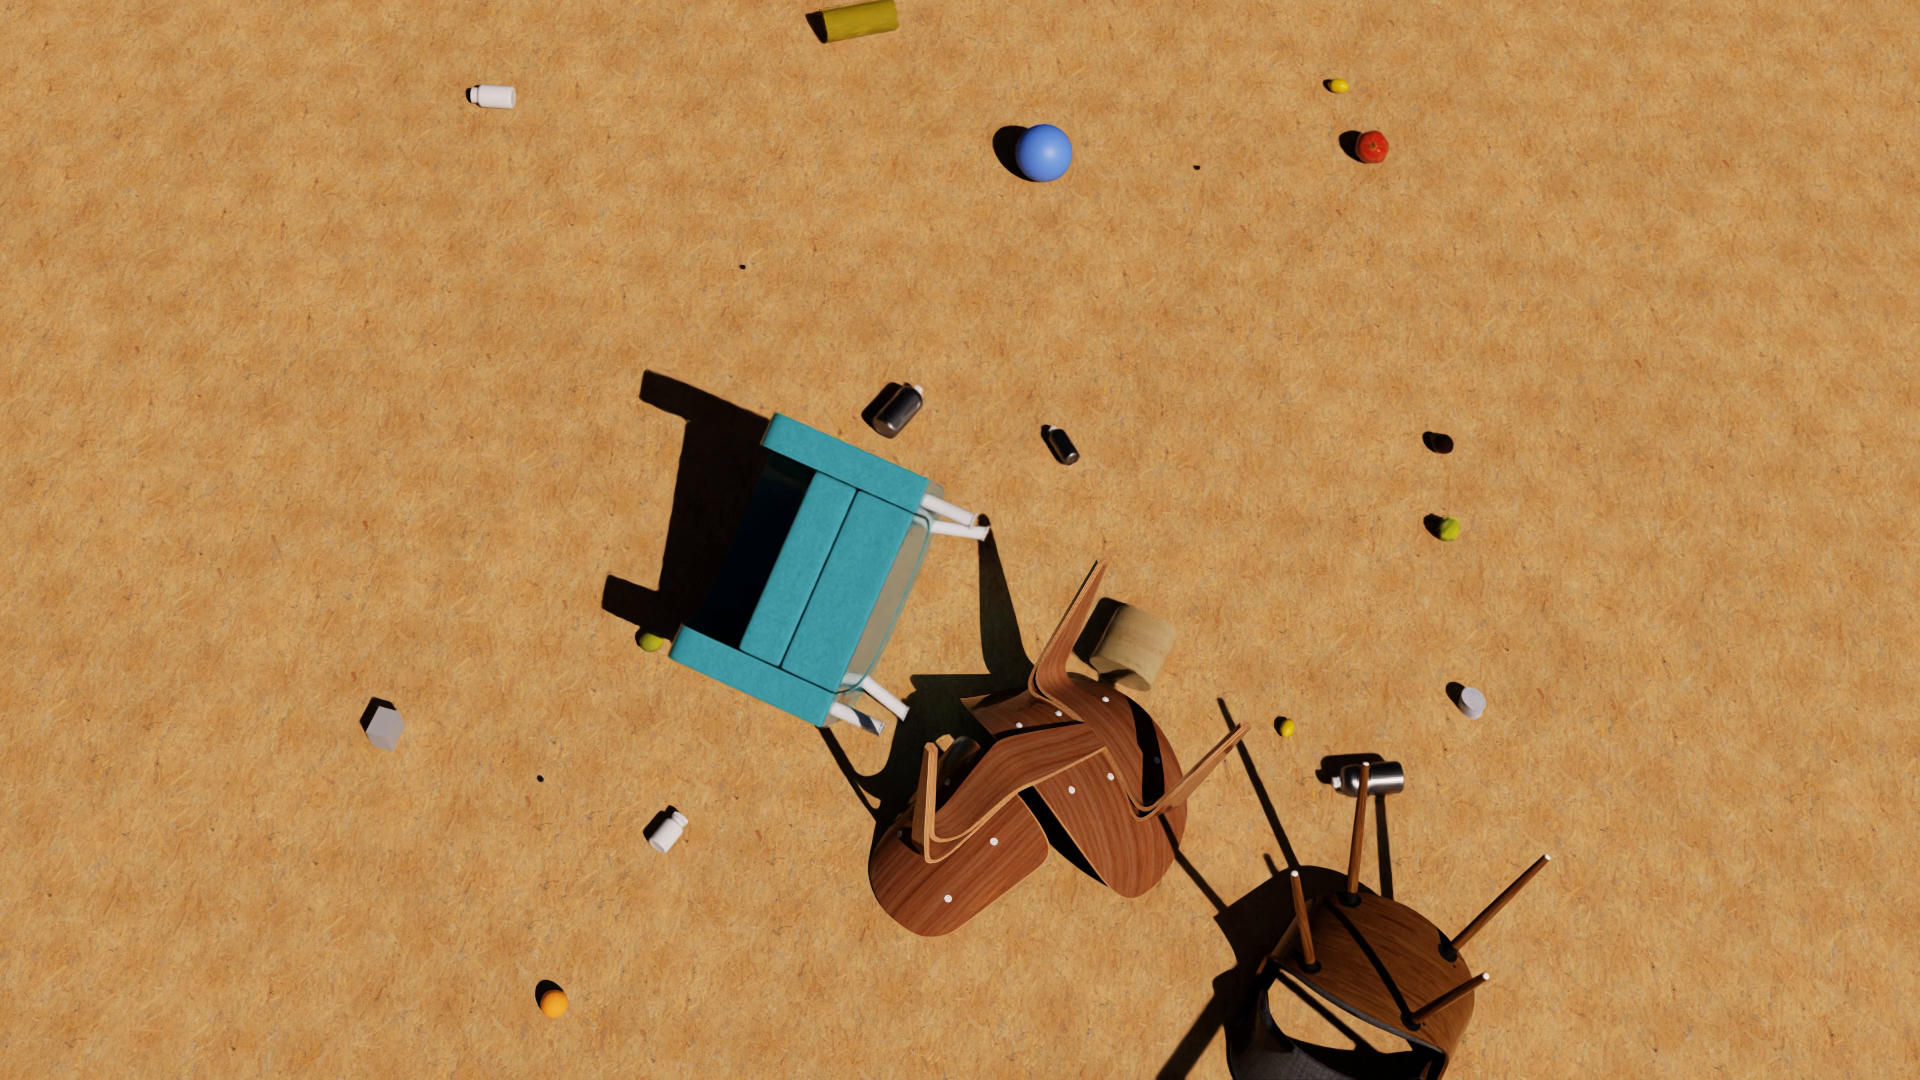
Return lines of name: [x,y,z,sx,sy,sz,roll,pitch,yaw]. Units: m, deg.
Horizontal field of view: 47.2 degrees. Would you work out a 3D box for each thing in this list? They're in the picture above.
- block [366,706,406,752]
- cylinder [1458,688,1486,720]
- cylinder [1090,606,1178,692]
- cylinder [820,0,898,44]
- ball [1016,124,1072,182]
block: [-1.611,0.530,6.169,0.062,0.082,0.085,14,57,9]
cylinder: [1.451,0.463,6.233,0.061,0.051,0.080,-25,60,-16]
cylinder: [0.498,0.310,6.301,0.194,0.107,0.193,26,60,10]
cylinder: [-0.354,-1.826,7.730,0.256,0.116,0.113,-13,83,-8]
ball: [0.280,-1.288,7.323,0.192,0.192,0.192,0,56,0]
